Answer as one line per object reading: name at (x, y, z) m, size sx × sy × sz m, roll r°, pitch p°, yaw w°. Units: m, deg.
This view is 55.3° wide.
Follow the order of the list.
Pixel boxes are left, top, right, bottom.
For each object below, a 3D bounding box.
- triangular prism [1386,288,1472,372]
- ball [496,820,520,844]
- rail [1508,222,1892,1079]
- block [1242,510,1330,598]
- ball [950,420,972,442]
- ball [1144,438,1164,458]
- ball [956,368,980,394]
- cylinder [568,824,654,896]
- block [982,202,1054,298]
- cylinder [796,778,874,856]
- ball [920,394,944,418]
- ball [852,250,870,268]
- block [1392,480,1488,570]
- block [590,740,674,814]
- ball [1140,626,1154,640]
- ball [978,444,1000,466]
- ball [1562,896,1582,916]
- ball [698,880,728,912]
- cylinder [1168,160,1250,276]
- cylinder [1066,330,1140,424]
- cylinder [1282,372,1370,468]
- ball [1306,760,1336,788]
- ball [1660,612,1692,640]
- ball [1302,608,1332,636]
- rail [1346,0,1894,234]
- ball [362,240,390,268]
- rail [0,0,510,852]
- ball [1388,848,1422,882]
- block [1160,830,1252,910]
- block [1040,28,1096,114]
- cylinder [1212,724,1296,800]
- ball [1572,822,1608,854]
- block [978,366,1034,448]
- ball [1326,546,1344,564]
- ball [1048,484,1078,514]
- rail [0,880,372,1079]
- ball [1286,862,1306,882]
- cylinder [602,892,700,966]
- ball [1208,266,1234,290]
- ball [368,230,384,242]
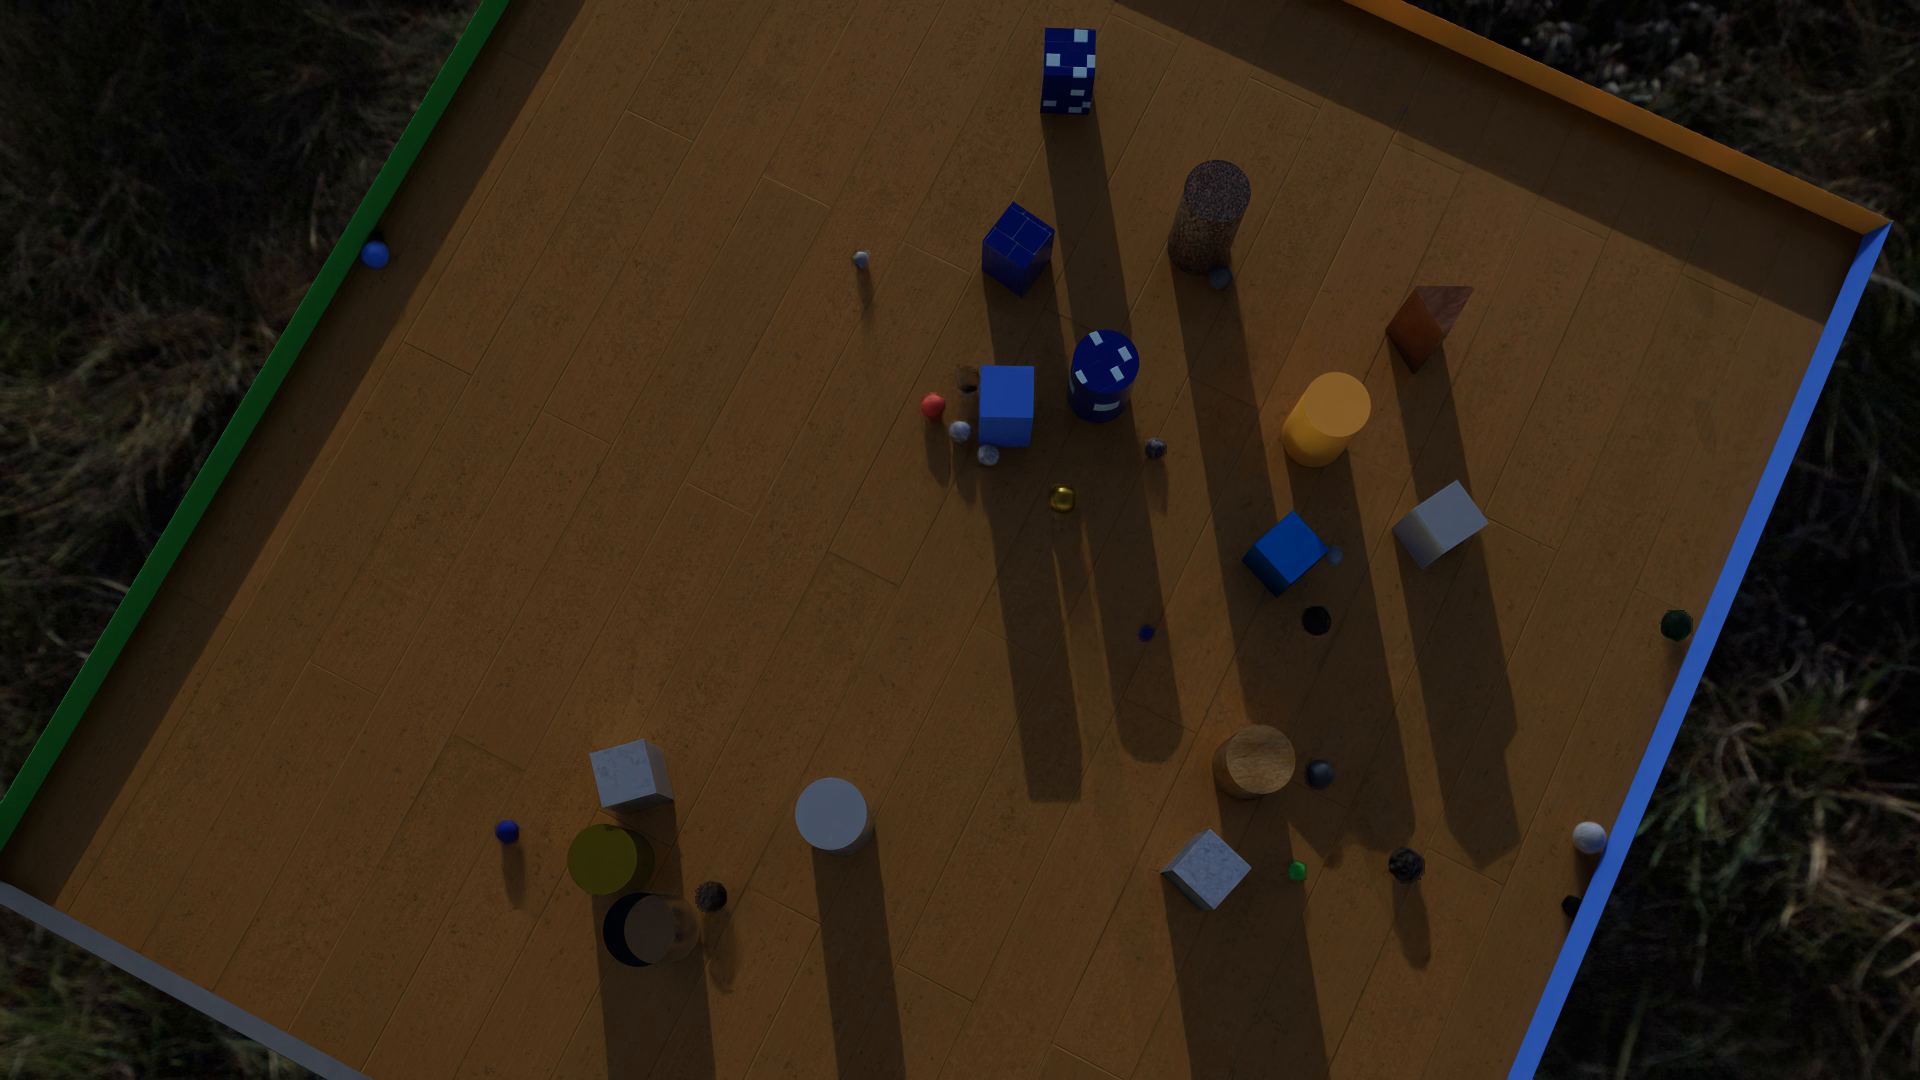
triangular prism at (1.398, -0.666, 5.558) m, size 0.147 × 0.386 × 0.170 m, roll 30°, pitch 80°, yaw 6°
ball at (-1.333, 0.862, 5.404) m, size 0.067 × 0.067 × 0.067 m, roll 0°, pitch 78°, yaw 0°
rail at (1.896, 0.935, 5.357) m, size 0.045 × 0.127 × 4.392 m, roll 26°, pitch 80°, yaw 5°
block at (0.972, 0.045, 5.483) m, size 0.157 × 0.243 × 0.157 m, roll -40°, pitch 81°, yaw -8°
ball at (0.000, -0.334, 5.651) m, size 0.068 × 0.068 × 0.068 m, roll 0°, pitch 78°, yaw 0°
ball at (0.599, -0.282, 5.643) m, size 0.062 × 0.062 × 0.062 m, roll 0°, pitch 78°, yaw 0°
ball at (0.026, -0.493, 5.677) m, size 0.081 × 0.081 × 0.081 m, roll 0°, pitch 78°, yaw 0°
cylinder at (-1.000, 0.923, 5.271) m, size 0.196 × 0.303 × 0.196 m, roll 0°, pitch 78°, yaw 0°
block at (0.178, -0.896, 5.671) m, size 0.157 × 0.256 × 0.157 m, roll 36°, pitch 81°, yaw 7°
cylinder at (-0.352, 0.792, 5.220) m, size 0.196 × 0.455 × 0.196 m, roll 0°, pitch 78°, yaw 0°
ball at (-0.084, -0.413, 5.664) m, size 0.075 × 0.075 × 0.075 m, roll 0°, pitch 78°, yaw 0°
ball at (-0.312, -0.886, 5.774) m, size 0.051 × 0.051 × 0.051 m, roll 0°, pitch 78°, yaw 0°
block at (1.433, -0.042, 5.481) m, size 0.157 × 0.282 × 0.157 m, roll -33°, pitch 80°, yaw -6°
block at (-0.947, 0.688, 5.308) m, size 0.157 × 0.325 × 0.157 m, roll -15°, pitch 79°, yaw -3°
ball at (0.565, 0.279, 5.537) m, size 0.043 × 0.043 × 0.043 m, roll 0°, pitch 78°, yaw 0°
ball at (0.087, -0.262, 5.636) m, size 0.068 × 0.068 × 0.068 m, roll 0°, pitch 78°, yaw 0°
ball at (1.791, 1.071, 5.366) m, size 0.057 × 0.057 × 0.057 m, roll 0°, pitch 78°, yaw 0°
ball at (-0.724, 1.041, 5.356) m, size 0.088 × 0.088 × 0.088 m, roll 0°, pitch 78°, yaw 0°
cylinder at (0.755, -0.977, 5.590) m, size 0.196 × 0.448 × 0.196 m, roll 0°, pitch 78°, yaw 0°
cylinder at (0.430, -0.492, 5.552) m, size 0.196 × 0.326 × 0.196 m, roll 0°, pitch 78°, yaw 0°
cylinder at (1.096, -0.357, 5.505) m, size 0.196 × 0.364 × 0.196 m, roll 0°, pitch 78°, yaw 0°
ball at (1.068, 0.694, 5.429) m, size 0.085 × 0.085 × 0.085 m, roll 0°, pitch 78°, yaw 0°
ball at (2.155, 0.259, 5.518) m, size 0.089 × 0.089 × 0.089 m, roll 0°, pitch 78°, yaw 0°
ball at (1.075, 0.246, 5.521) m, size 0.087 × 0.087 × 0.087 m, roll 0°, pitch 78°, yaw 0°
rail at (0.972, -1.896, 5.943) m, size 4.287 × 0.127 × 0.045 m, roll 26°, pitch 80°, yaw 5°
ball at (-1.836, -0.899, 5.758) m, size 0.086 × 0.086 × 0.086 m, roll 0°, pitch 78°, yaw 0°
rail at (-1.896, -0.922, 5.741) m, size 0.045 × 0.127 × 4.392 m, roll 26°, pitch 80°, yaw 5°
ball at (1.306, 0.951, 5.370) m, size 0.098 × 0.098 × 0.098 m, roll 0°, pitch 78°, yaw 0°
block at (0.702, 0.948, 5.256) m, size 0.157 × 0.321 × 0.157 m, roll 43°, pitch 81°, yaw 8°
block at (0.339, -1.477, 5.783) m, size 0.157 × 0.273 × 0.157 m, roll 2°, pitch 78°, yaw 0°
cylinder at (0.851, 0.650, 5.330) m, size 0.196 × 0.298 × 0.196 m, roll 0°, pitch 78°, yaw 0°
ball at (1.851, 0.876, 5.386) m, size 0.096 × 0.096 × 0.096 m, roll 0°, pitch 78°, yaw 0°
block at (0.137, -0.400, 5.526) m, size 0.157 × 0.339 × 0.157 m, roll 1°, pitch 78°, yaw 0°
ball at (1.142, 0.044, 5.580) m, size 0.054 × 0.054 × 0.054 m, roll 0°, pitch 78°, yaw 0°
ball at (0.314, -0.124, 5.596) m, size 0.090 × 0.090 × 0.090 m, roll 0°, pitch 78°, yaw 0°
rail at (-0.972, 1.910, 5.155) m, size 4.287 × 0.127 × 0.045 m, roll 26°, pitch 80°, yaw 5°
ball at (0.988, 0.975, 5.386) m, size 0.056 × 0.056 × 0.056 m, roll 0°, pitch 78°, yaw 0°
cylinder at (-0.860, 1.093, 5.147) m, size 0.196 × 0.476 × 0.196 m, roll 0°, pitch 78°, yaw 0°
ball at (0.818, -0.822, 5.748) m, size 0.075 × 0.075 × 0.075 m, roll 0°, pitch 78°, yaw 0°
ball at (-1.845, -0.957, 5.790) m, size 0.048 × 0.048 × 0.048 m, roll 0°, pitch 78°, yaw 0°
